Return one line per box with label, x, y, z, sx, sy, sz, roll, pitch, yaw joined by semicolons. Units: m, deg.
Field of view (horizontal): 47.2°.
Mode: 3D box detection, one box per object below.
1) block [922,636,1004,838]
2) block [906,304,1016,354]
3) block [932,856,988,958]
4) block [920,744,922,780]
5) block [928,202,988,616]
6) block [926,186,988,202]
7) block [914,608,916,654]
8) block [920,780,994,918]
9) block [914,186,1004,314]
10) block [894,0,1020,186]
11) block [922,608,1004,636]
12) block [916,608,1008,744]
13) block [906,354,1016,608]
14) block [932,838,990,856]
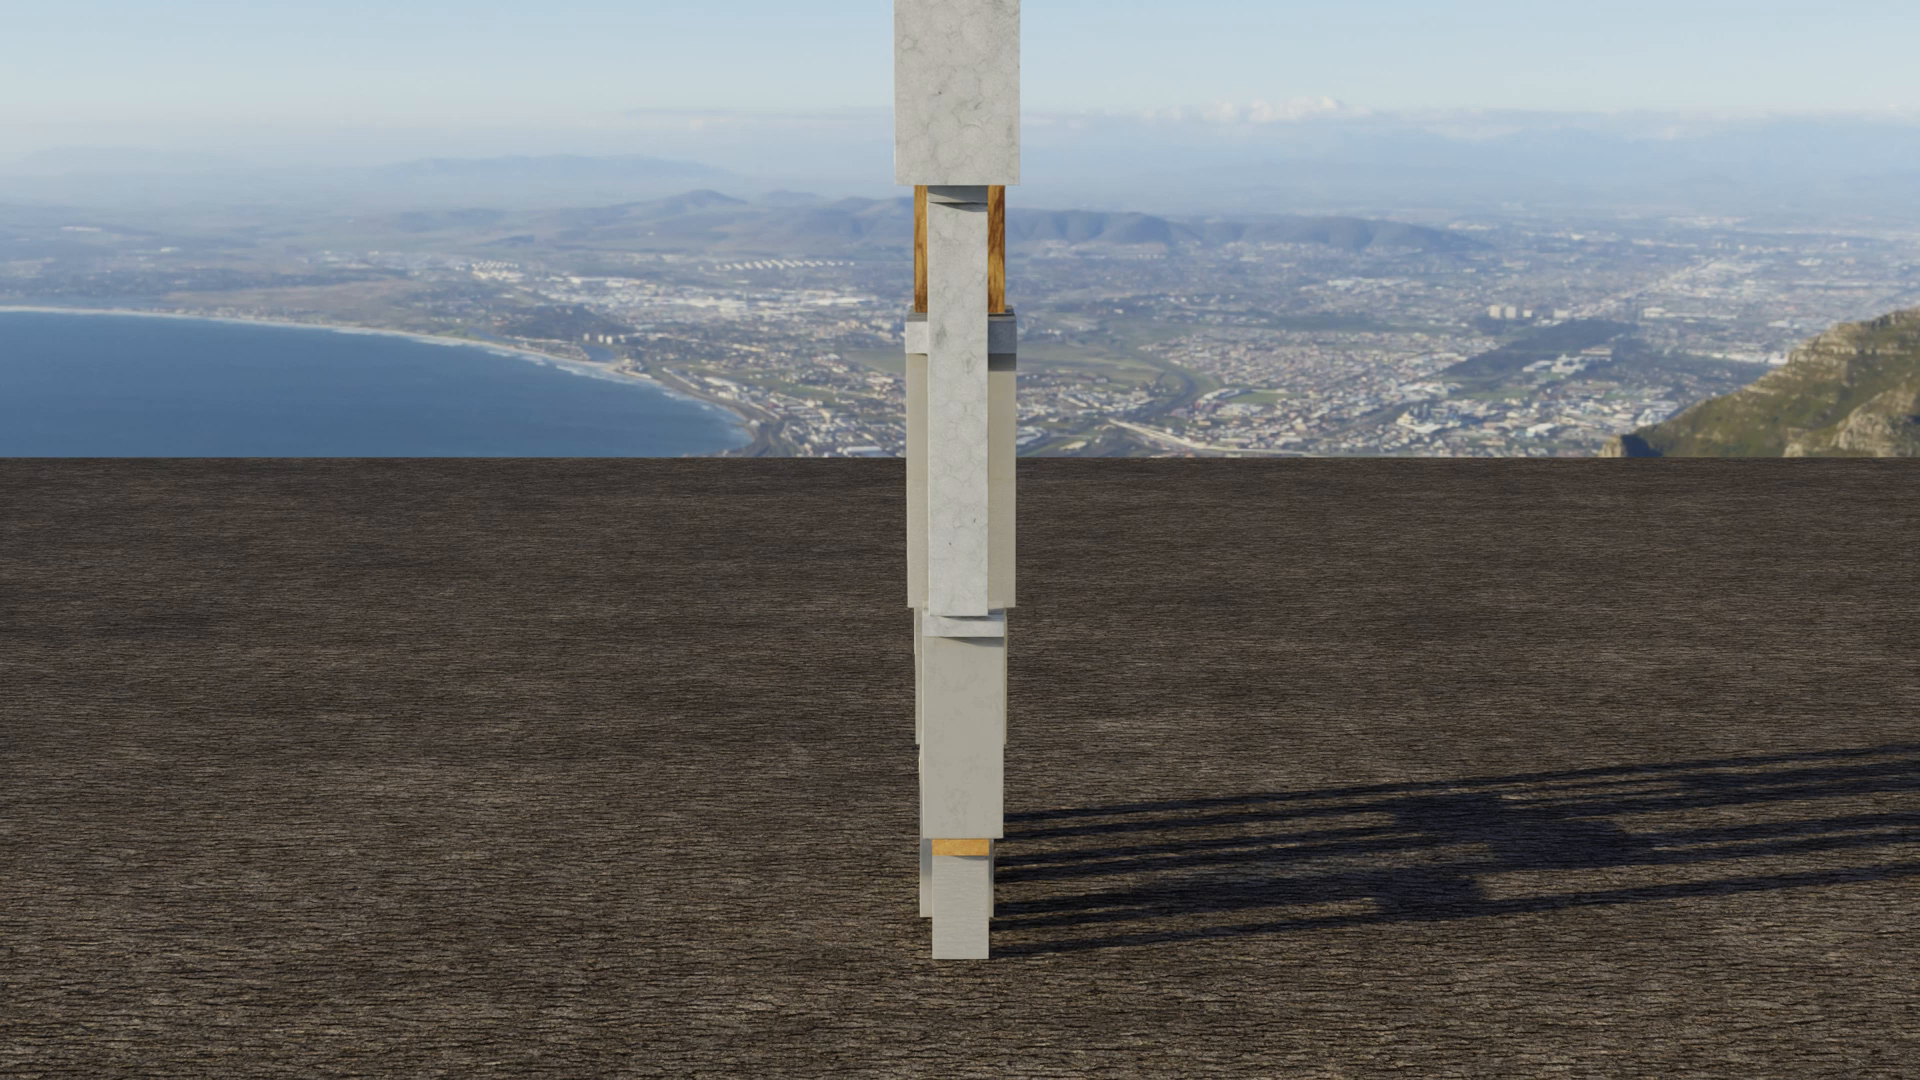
block;0.005;0.293;3.322;0.121;0.319;0.034;0;10;0
block;0.002;-0.323;3.345;0.162;0.046;0.323;0;10;0
block;0.001;0.557;3.376;0.086;0.172;0.024;0;11;0
block;-0.005;0.342;3.608;0.119;0.034;0.238;0;11;0
block;-0.003;-0.187;3.191;0.086;0.602;0.024;0;11;0
block;-0.004;-0.505;3.190;0.086;0.024;0.173;0;11;0
block;-0.006;-0.078;3.813;0.149;0.557;0.042;0;11;0
block;-0.005;0.490;3.554;0.119;0.238;0.034;0;11;0
block;-0.001;-0.483;3.333;0.137;0.274;0.039;0;11;0
block;-0.004;-0.727;3.052;0.174;0.463;0.049;0;11;0
block;0.005;0.104;3.370;0.121;0.034;0.243;0;11;0
block;0.002;0.182;3.563;0.148;0.296;0.042;0;11;0
block;0.002;-0.092;3.279;0.162;0.384;0.046;0;11;0
block;0.001;0.450;3.414;0.086;0.024;0.172;0;11;0
